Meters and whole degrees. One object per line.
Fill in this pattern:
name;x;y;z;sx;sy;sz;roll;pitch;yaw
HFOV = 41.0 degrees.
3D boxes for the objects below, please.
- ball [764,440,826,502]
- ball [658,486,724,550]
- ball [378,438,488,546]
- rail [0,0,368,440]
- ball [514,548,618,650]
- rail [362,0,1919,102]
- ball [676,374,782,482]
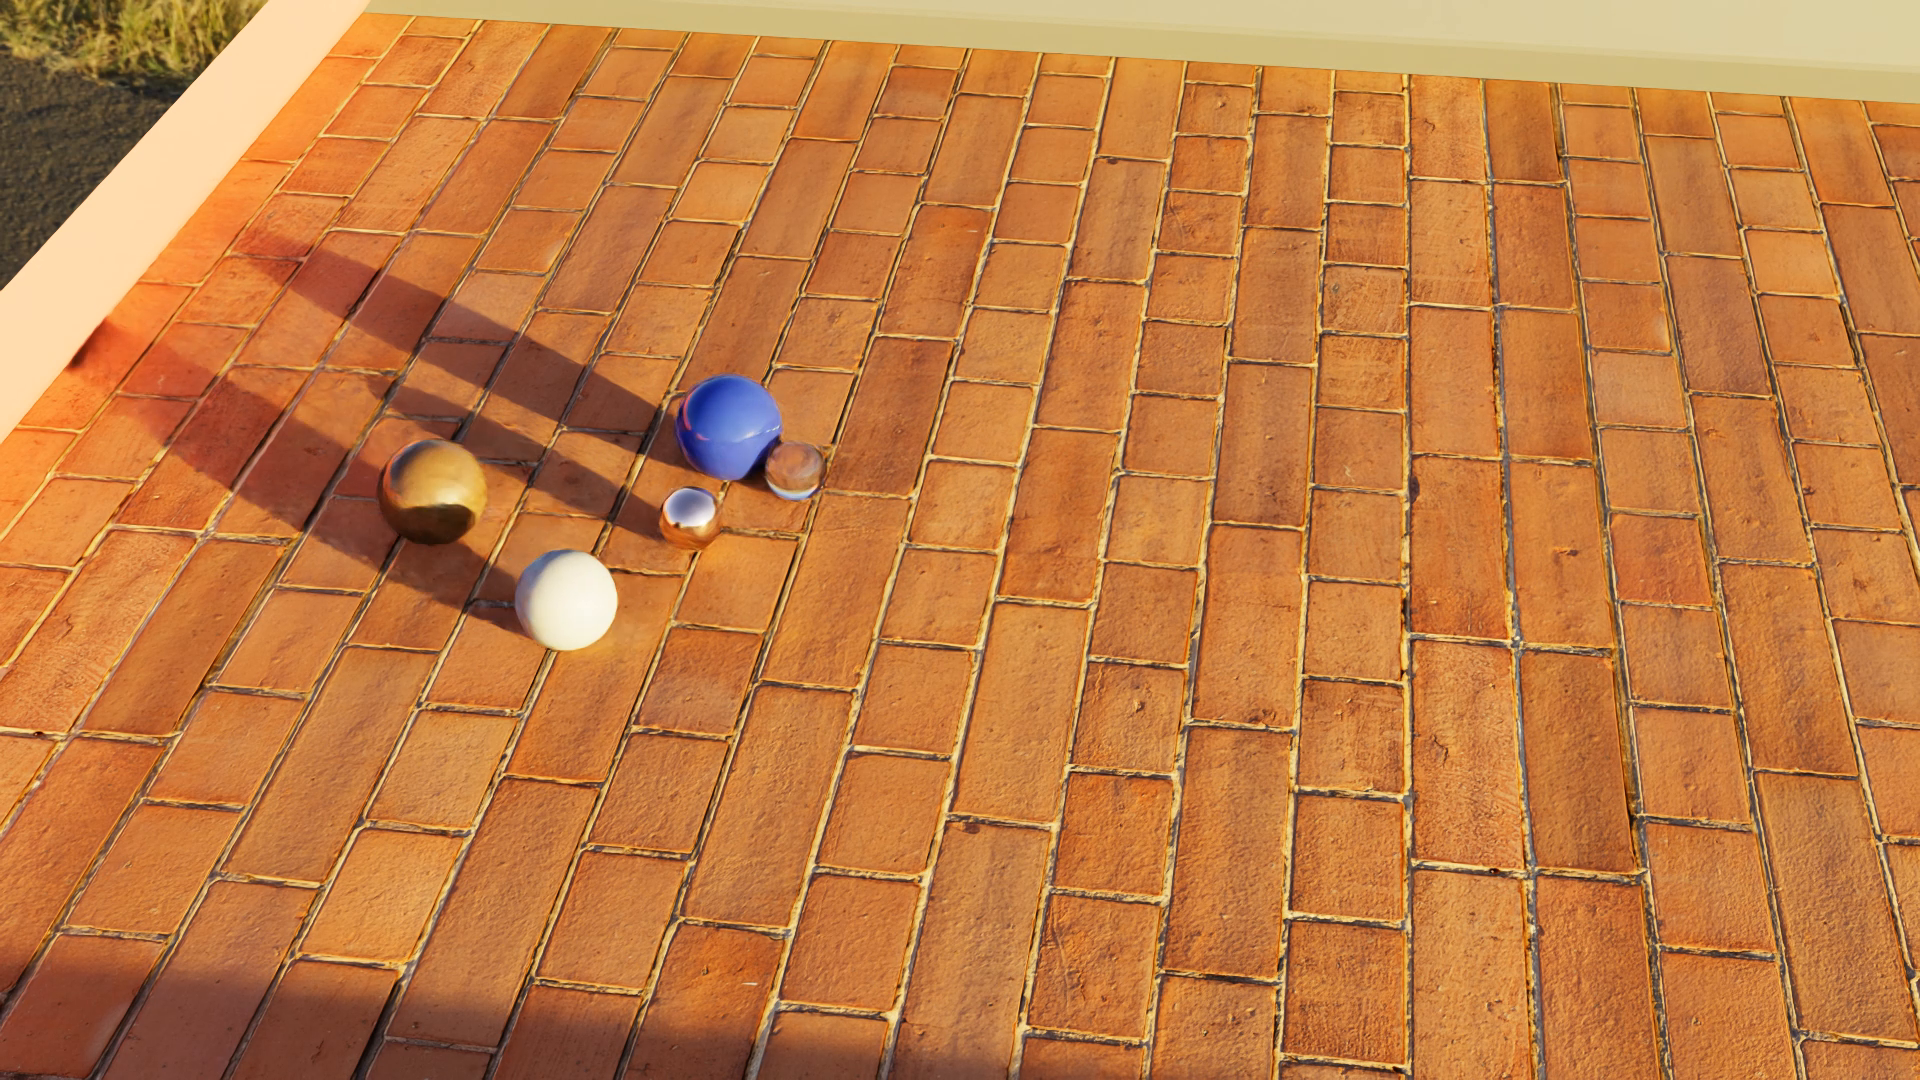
ball;-0.129;-0.054;2.018;0.049;0.049;0.049;0;35;0
ball;-0.206;-0.017;1.962;0.049;0.049;0.049;0;35;0
ball;-0.403;-0.037;1.963;0.083;0.083;0.083;0;35;0
rail;-0.773;-0.083;2.003;0.045;0.110;1.930;5;35;7
ball;-0.285;0.043;1.854;0.074;0.074;0.074;0;35;0
rail;0.929;-0.485;2.584;3.216;0.110;0.045;5;35;7
ball;-0.183;-0.089;2.036;0.085;0.085;0.085;0;35;0
